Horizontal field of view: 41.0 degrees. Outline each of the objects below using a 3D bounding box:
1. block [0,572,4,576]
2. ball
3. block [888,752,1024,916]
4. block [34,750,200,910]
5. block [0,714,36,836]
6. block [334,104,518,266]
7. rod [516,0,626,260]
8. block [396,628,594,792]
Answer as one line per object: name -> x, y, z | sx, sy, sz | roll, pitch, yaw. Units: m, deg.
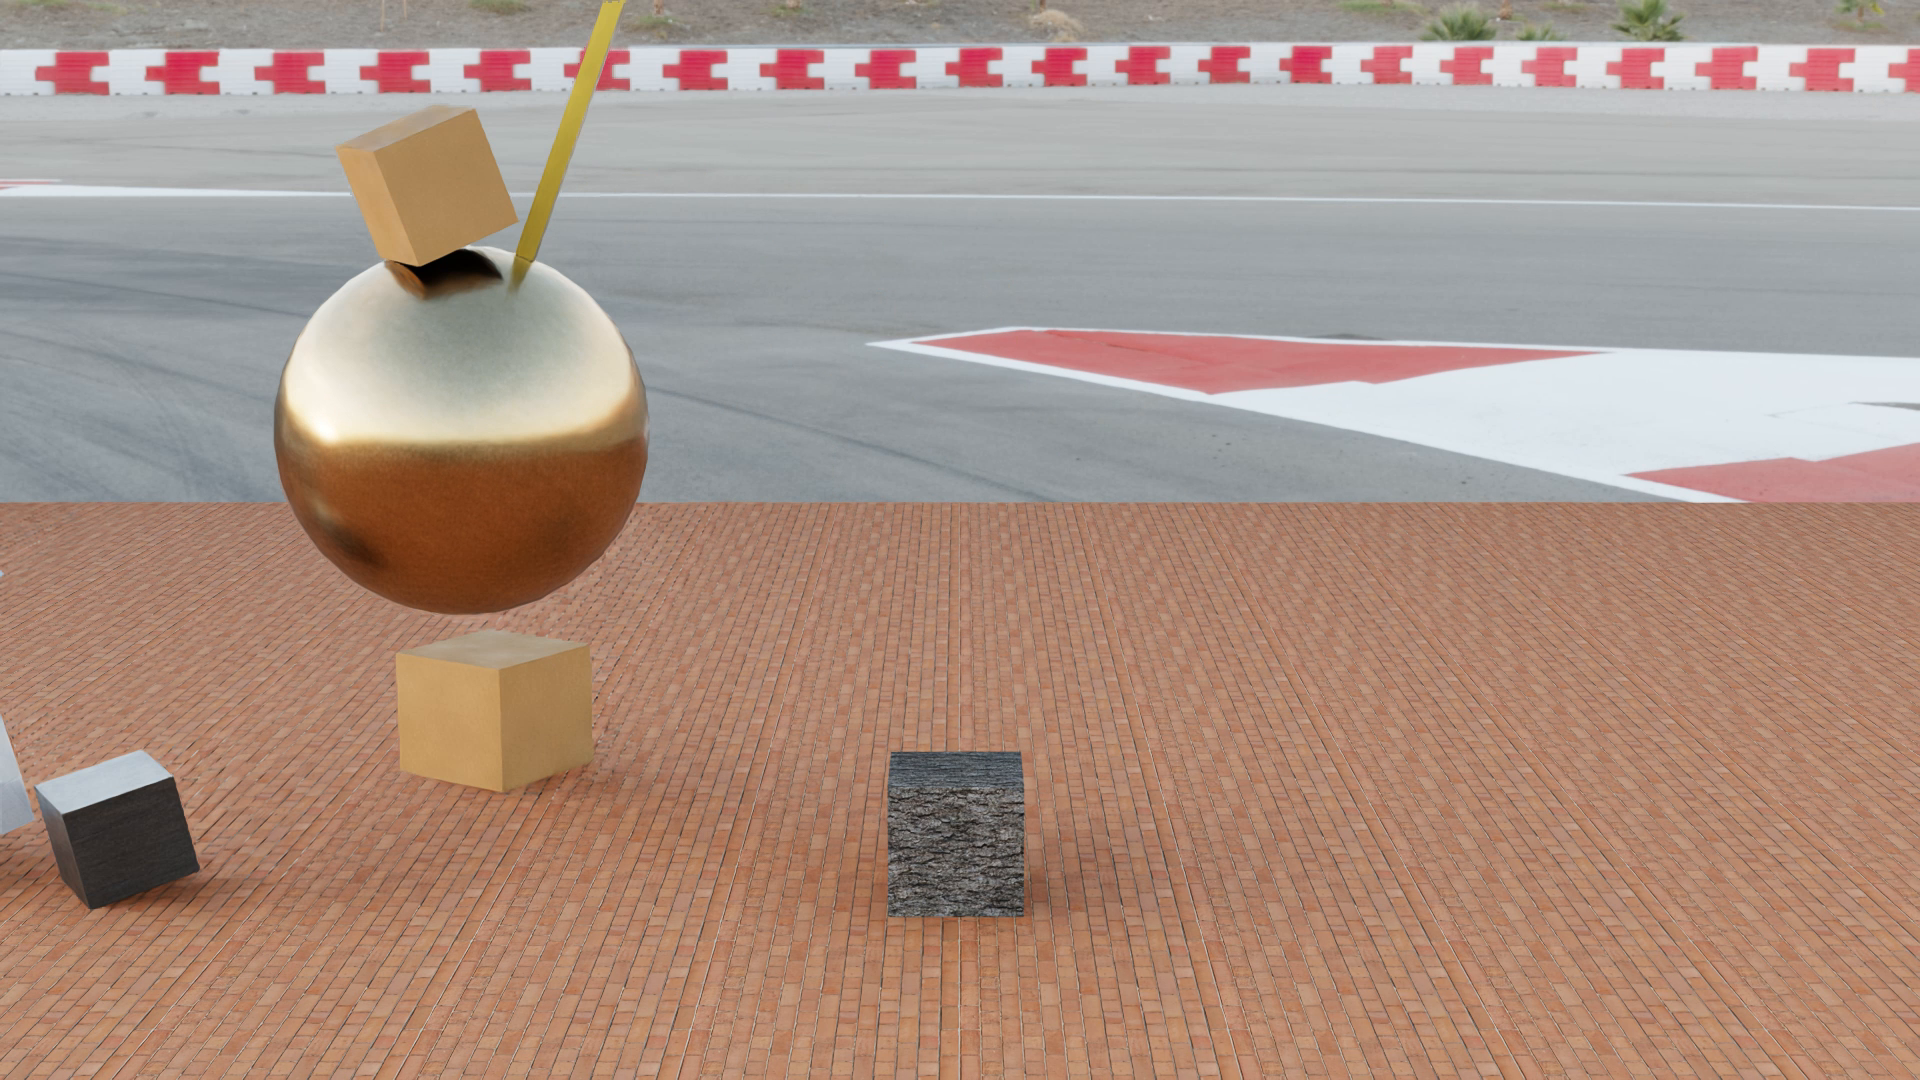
block -> -4.597, 0.183, 11.000 | 0.526, 0.614, 0.584 | -5, 46, 58
ball -> -2.143, -0.474, 11.094 | 1.600, 1.600, 1.600 | 0, 10, 0
block -> -0.018, 1.261, 11.057 | 0.573, 0.564, 0.583 | 0, 10, 0
block -> -3.670, 1.254, 11.166 | 0.481, 0.448, 0.522 | -20, 19, -28
block -> -4.614, 1.113, 11.455 | 0.573, 0.570, 0.540 | -14, 5, 19
block -> -2.233, -1.490, 10.743 | 0.473, 0.505, 0.466 | -29, 24, -25
rod -> -0.929, -3.598, 10.526 | 0.080, 5.200, 0.080 | 21, 10, -4
block -> -2.372, 0.858, 13.111 | 0.696, 0.622, 0.683 | 7, 12, 32
